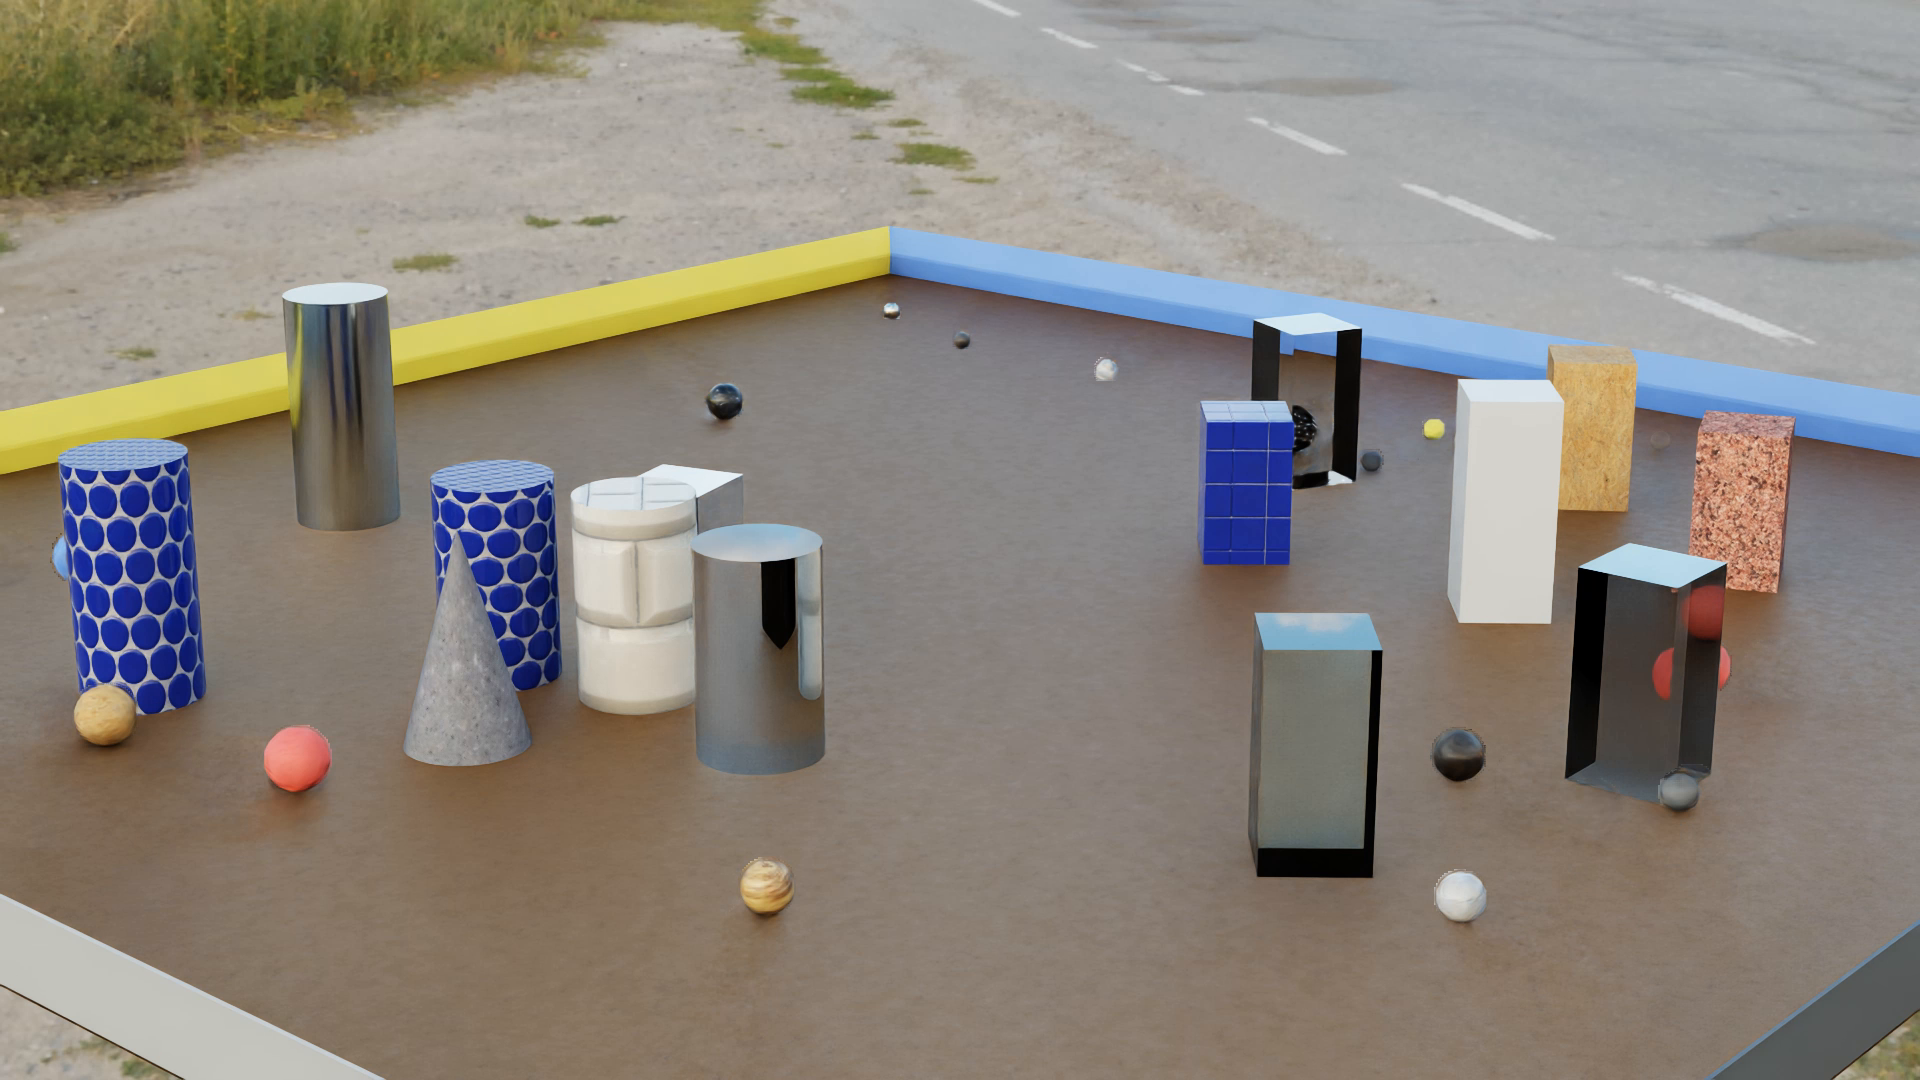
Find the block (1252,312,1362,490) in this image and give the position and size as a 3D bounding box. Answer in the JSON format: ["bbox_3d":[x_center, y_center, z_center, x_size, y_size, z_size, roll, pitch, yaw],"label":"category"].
[{"bbox_3d":[0.685,-0.276,5.821,0.155,0.313,0.155,-8,18,-24],"label":"block"}]

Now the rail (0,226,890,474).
[{"bbox_3d":[-1.464,-0.336,6.338,0.045,0.126,3.949,14,22,39],"label":"rail"}]

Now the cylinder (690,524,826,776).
[{"bbox_3d":[-0.298,0.160,4.347,0.194,0.328,0.194,0,17,0],"label":"cylinder"}]

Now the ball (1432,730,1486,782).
[{"bbox_3d":[0.728,0.314,4.276,0.075,0.075,0.075,0,17,0],"label":"ball"}]

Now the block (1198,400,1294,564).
[{"bbox_3d":[0.518,-0.105,5.335,0.155,0.265,0.155,0,17,0],"label":"block"}]

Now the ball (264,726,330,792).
[{"bbox_3d":[-0.958,0.316,4.236,0.094,0.094,0.094,0,17,0],"label":"ball"}]

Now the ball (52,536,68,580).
[{"bbox_3d":[-1.556,0.030,5.186,0.093,0.093,0.093,0,17,0],"label":"ball"}]

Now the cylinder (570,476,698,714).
[{"bbox_3d":[-0.506,0.085,4.592,0.194,0.330,0.194,0,17,0],"label":"cylinder"}]

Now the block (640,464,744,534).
[{"bbox_3d":[-0.469,0.020,4.949,0.155,0.250,0.155,8,18,24],"label":"block"}]

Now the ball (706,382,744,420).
[{"bbox_3d":[-0.504,-0.298,6.299,0.078,0.078,0.078,0,17,0],"label":"ball"}]

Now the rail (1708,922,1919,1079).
[{"bbox_3d":[1.464,0.399,3.903,0.045,0.126,3.949,14,22,39],"label":"rail"}]

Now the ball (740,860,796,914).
[{"bbox_3d":[-0.251,0.452,3.822,0.072,0.072,0.072,0,17,0],"label":"ball"}]

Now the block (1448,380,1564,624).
[{"bbox_3d":[0.927,-0.066,4.996,0.155,0.387,0.155,0,17,2],"label":"block"}]

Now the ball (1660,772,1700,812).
[{"bbox_3d":[1.023,0.358,4.165,0.054,0.054,0.054,0,17,0],"label":"ball"}]

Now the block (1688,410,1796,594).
[{"bbox_3d":[1.383,-0.069,5.191,0.155,0.280,0.155,6,18,18],"label":"block"}]

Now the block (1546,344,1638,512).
[{"bbox_3d":[1.213,-0.218,5.668,0.155,0.289,0.155,2,17,7],"label":"block"}]

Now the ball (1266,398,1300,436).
[{"bbox_3d":[0.657,-0.246,6.094,0.097,0.097,0.097,0,17,0],"label":"ball"}]

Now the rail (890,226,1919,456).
[{"bbox_3d":[1.279,-0.394,6.530,3.926,0.126,0.045,14,22,39],"label":"rail"}]

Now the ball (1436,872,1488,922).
[{"bbox_3d":[0.650,0.463,3.799,0.065,0.065,0.065,0,17,0],"label":"ball"}]

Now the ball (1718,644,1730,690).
[{"bbox_3d":[1.168,0.199,4.626,0.093,0.093,0.093,0,17,0],"label":"ball"}]

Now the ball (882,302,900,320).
[{"bbox_3d":[-0.168,-0.565,7.243,0.044,0.044,0.044,0,17,0],"label":"ball"}]

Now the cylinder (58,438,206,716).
[{"bbox_3d":[-1.291,0.056,4.580,0.194,0.393,0.194,0,17,0],"label":"cylinder"}]

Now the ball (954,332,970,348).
[{"bbox_3d":[0.004,-0.473,6.942,0.040,0.040,0.040,0,17,0],"label":"ball"}]

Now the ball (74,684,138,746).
[{"bbox_3d":[-1.286,0.264,4.413,0.092,0.092,0.092,0,17,0],"label":"ball"}]

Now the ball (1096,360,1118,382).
[{"bbox_3d":[0.331,-0.382,6.626,0.050,0.050,0.050,0,17,0],"label":"ball"}]

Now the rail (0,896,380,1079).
[{"bbox_3d":[-1.279,0.457,3.710,3.926,0.126,0.045,14,22,39],"label":"rail"}]

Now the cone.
[{"bbox_3d":[-0.744,0.145,4.381,0.194,0.338,0.194,0,17,0],"label":"cone"}]

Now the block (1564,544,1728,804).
[{"bbox_3d":[0.993,0.192,4.248,0.155,0.325,0.155,13,21,38],"label":"block"}]

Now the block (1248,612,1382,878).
[{"bbox_3d":[0.478,0.277,3.970,0.155,0.323,0.155,0,17,1],"label":"block"}]

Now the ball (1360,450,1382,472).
[{"bbox_3d":[0.828,-0.159,5.901,0.042,0.042,0.042,0,17,0],"label":"ball"}]

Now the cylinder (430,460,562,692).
[{"bbox_3d":[-0.740,0.056,4.688,0.194,0.330,0.194,0,17,0],"label":"cylinder"}]

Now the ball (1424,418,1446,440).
[{"bbox_3d":[0.993,-0.233,6.140,0.044,0.044,0.044,0,17,0],"label":"ball"}]

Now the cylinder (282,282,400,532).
[{"bbox_3d":[-1.165,-0.252,5.529,0.194,0.434,0.194,0,17,0],"label":"cylinder"}]
